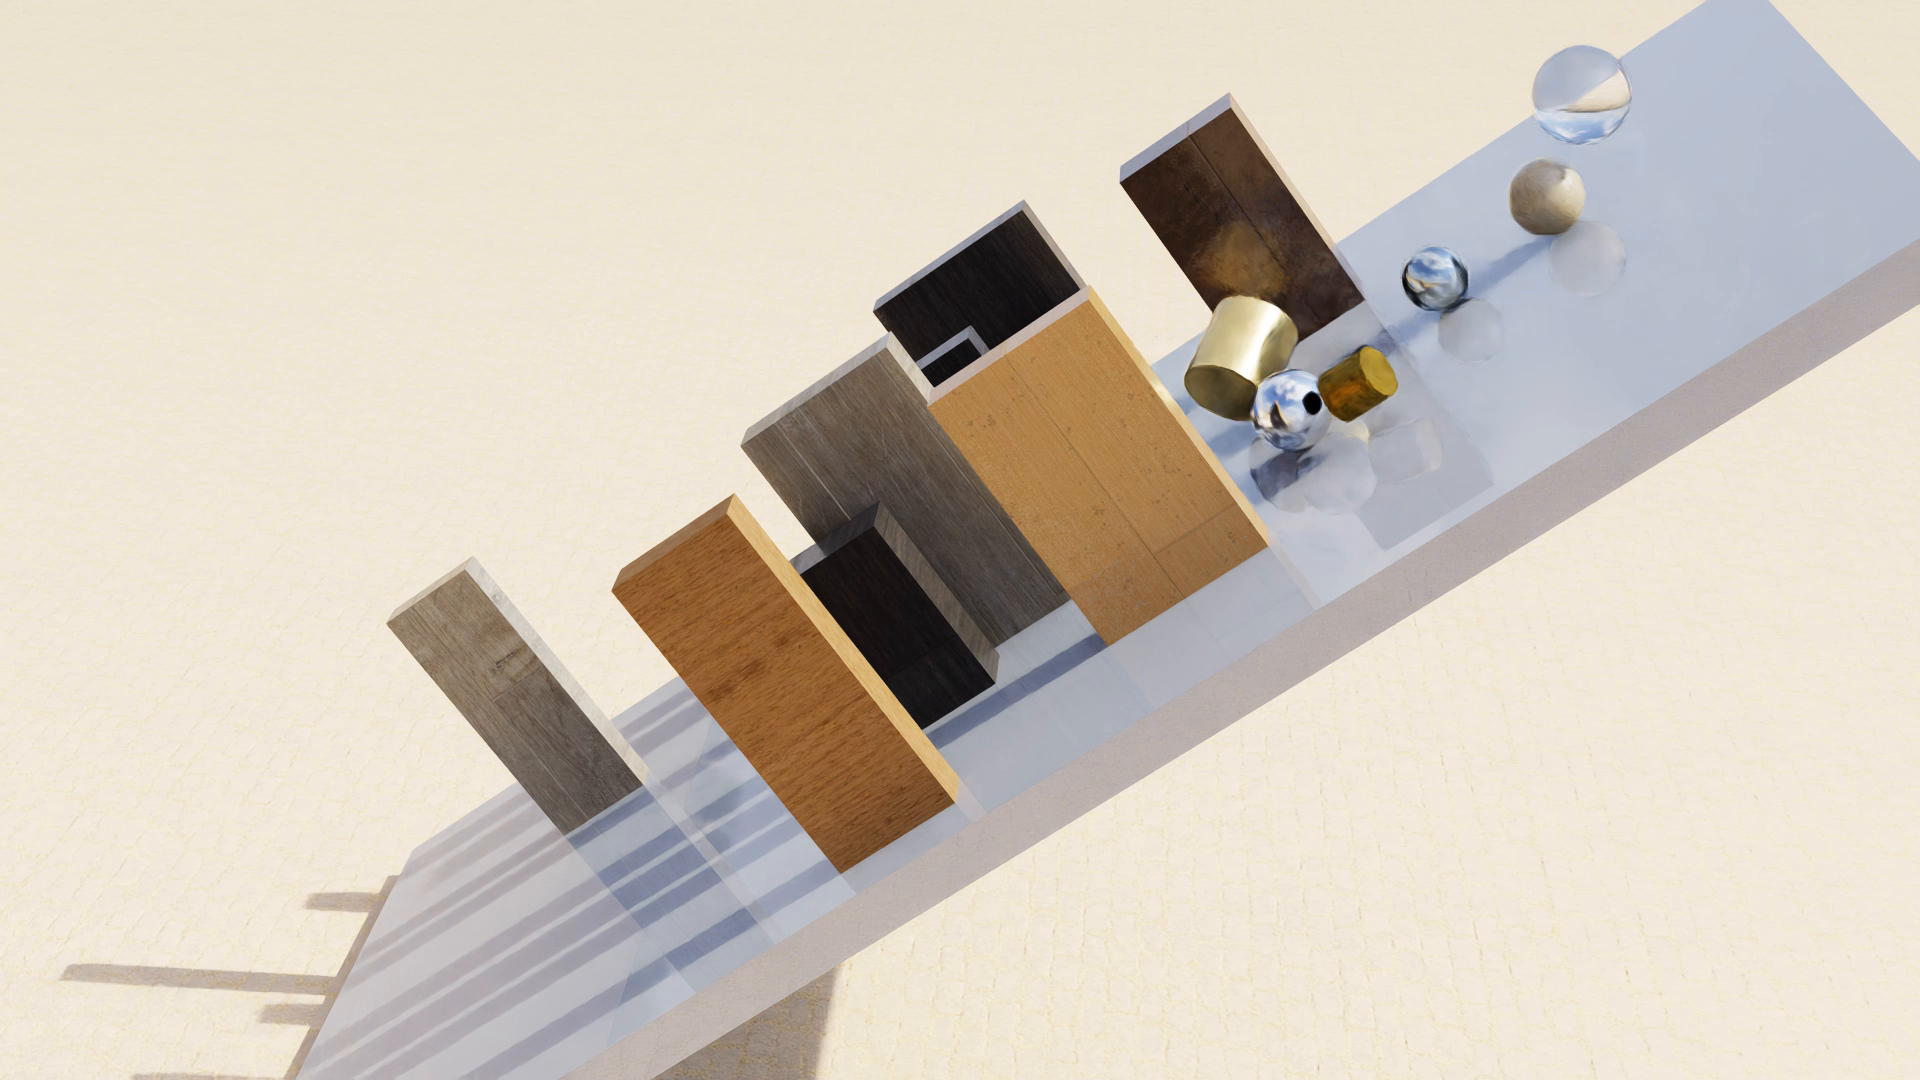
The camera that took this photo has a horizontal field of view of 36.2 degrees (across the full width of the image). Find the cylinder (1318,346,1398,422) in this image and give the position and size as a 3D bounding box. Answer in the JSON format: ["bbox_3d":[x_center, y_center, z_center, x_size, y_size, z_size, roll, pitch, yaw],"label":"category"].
[{"bbox_3d":[0.779,-0.305,5.759,0.109,0.109,0.109,-33,-1,37],"label":"cylinder"}]

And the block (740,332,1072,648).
[{"bbox_3d":[-0.102,-0.056,6.072,0.372,0.657,0.105,-33,16,16],"label":"block"}]

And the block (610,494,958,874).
[{"bbox_3d":[-0.322,0.274,5.509,0.271,0.707,0.106,-33,16,16],"label":"block"}]

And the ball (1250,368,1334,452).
[{"bbox_3d":[0.665,-0.261,5.895,0.165,0.165,0.165,0,22,0],"label":"ball"}]

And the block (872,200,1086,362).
[{"bbox_3d":[0.135,-0.445,6.870,0.427,0.554,0.092,-33,16,16],"label":"block"}]

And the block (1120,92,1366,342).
[{"bbox_3d":[0.625,-0.681,6.516,0.293,0.528,0.145,-33,16,16],"label":"block"}]

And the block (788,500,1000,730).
[{"bbox_3d":[-0.155,0.176,5.976,0.274,0.415,0.143,-33,16,16],"label":"block"}]

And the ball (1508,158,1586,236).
[{"bbox_3d":[1.197,-0.699,6.002,0.157,0.157,0.157,0,22,0],"label":"ball"}]

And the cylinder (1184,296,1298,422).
[{"bbox_3d":[0.594,-0.383,6.219,0.189,0.189,0.189,12,59,27],"label":"cylinder"}]

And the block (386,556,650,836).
[{"bbox_3d":[-1.033,0.369,6.892,0.242,0.664,0.084,-33,16,16],"label":"block"}]

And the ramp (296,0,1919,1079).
[{"bbox_3d":[0.133,0.176,6.311,4.000,0.100,2.000,-33,16,16],"label":"ramp"}]

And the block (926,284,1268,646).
[{"bbox_3d":[0.265,-0.137,5.609,0.371,0.596,0.098,-33,16,16],"label":"block"}]

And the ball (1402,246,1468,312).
[{"bbox_3d":[0.979,-0.538,6.058,0.136,0.136,0.136,0,22,0],"label":"ball"}]

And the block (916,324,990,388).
[{"bbox_3d":[0.010,-0.152,6.399,0.389,0.500,0.089,-33,16,16],"label":"block"}]

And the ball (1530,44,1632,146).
[{"bbox_3d":[1.242,-0.890,5.882,0.198,0.198,0.198,0,22,0],"label":"ball"}]
